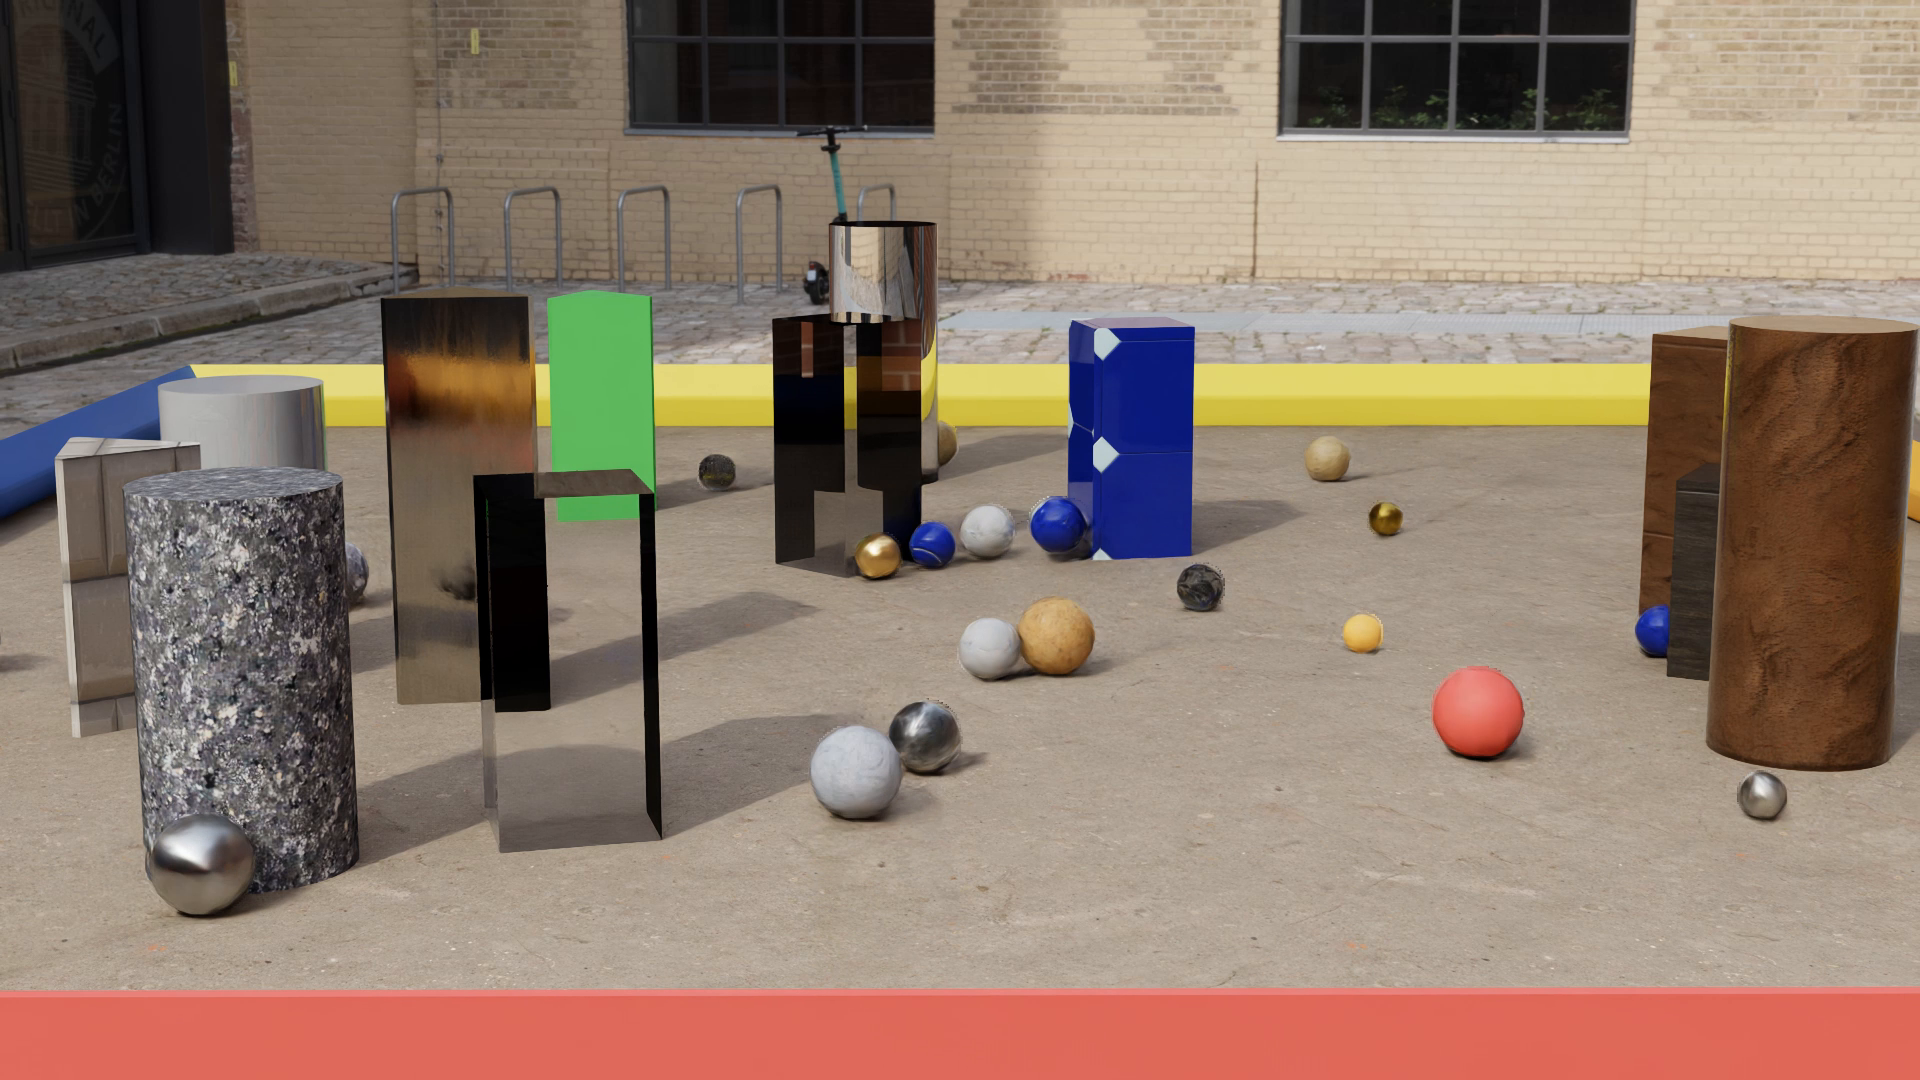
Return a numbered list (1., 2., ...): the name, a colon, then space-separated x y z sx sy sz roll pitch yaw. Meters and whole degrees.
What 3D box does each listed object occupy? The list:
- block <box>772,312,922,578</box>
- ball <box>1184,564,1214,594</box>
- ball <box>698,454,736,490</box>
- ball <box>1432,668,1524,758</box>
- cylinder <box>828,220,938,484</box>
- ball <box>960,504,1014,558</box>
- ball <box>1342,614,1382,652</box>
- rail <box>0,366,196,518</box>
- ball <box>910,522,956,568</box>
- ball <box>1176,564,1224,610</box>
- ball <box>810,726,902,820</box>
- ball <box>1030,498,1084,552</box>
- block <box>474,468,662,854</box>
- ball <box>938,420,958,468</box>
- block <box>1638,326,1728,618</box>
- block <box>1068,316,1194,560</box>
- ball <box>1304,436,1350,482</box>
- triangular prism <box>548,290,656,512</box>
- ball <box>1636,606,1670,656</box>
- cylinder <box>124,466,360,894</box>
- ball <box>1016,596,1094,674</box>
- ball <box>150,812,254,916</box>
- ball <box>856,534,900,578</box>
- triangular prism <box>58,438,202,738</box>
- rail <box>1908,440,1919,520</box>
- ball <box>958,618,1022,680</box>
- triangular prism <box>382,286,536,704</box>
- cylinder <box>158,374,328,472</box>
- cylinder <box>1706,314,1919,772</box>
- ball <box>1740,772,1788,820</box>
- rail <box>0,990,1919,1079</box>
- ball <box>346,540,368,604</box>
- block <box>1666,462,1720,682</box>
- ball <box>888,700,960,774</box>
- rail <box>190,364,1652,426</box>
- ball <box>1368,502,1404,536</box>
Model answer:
1. block: -0.164 -0.143 3.742 0.152 0.361 0.152 10 15 44
2. ball: 0.330 0.055 3.553 0.042 0.042 0.042 0 11 0
3. ball: -0.418 -0.117 4.414 0.065 0.065 0.065 0 11 0
4. ball: 0.550 0.183 2.719 0.095 0.095 0.095 0 11 0
5. cylinder: -0.134 -0.329 4.501 0.190 0.449 0.190 0 11 0
6. ball: 0.041 -0.012 3.812 0.080 0.080 0.080 0 11 0
7. ball: 0.502 0.117 3.204 0.048 0.048 0.048 0 11 0
8. rail: -1.523 0.033 3.441 0.045 0.124 3.561 0 11 0
9. ball: -0.040 0.008 3.737 0.068 0.068 0.068 0 11 0
10. ball: 0.323 0.064 3.451 0.062 0.062 0.062 0 11 0
11. ball: -0.101 0.227 2.500 0.090 0.090 0.090 0 11 0
12. ball: 0.143 -0.021 3.786 0.081 0.081 0.081 0 11 0
13. block: -0.376 0.111 2.455 0.152 0.334 0.152 -3 11 -15
14. ball: -0.049 -0.175 4.663 0.089 0.089 0.089 0 11 0
15. block: 1.006 -0.081 3.364 0.152 0.379 0.152 10 15 44
16. block: 0.255 -0.155 3.858 0.152 0.344 0.152 -2 11 -12
17. ball: 0.646 -0.144 4.514 0.081 0.081 0.081 0 11 0
18. triangular prism: -0.597 -0.229 4.231 0.165 0.353 0.143 -3 11 -14
19. ball: 0.870 0.113 3.183 0.063 0.063 0.063 0 11 0
20. cylinder: -0.652 0.123 2.335 0.190 0.354 0.190 0 11 0
21. ball: 0.115 0.115 3.088 0.094 0.094 0.094 0 11 0
22. ball: -0.655 0.280 2.219 0.088 0.088 0.088 0 11 0
23. ball: -0.117 0.023 3.663 0.065 0.065 0.065 0 11 0
24. triangular prism: -0.954 0.045 2.882 0.165 0.308 0.143 -10 14 -42
25. rail: 1.523 0.030 3.458 0.045 0.124 3.561 0 11 0
26. ball: 0.036 0.130 3.063 0.075 0.075 0.075 0 11 0
27. triangular prism: -0.576 -0.056 2.989 0.165 0.467 0.143 -2 11 -9
28. cylinder: -0.852 -0.012 3.073 0.190 0.350 0.190 0 11 0
29. cylinder: 0.901 -0.001 2.720 0.190 0.457 0.190 0 11 0
30. ball: 0.783 0.249 2.500 0.045 0.045 0.045 0 11 0
31. rail: 0.010 0.353 1.722 3.093 0.124 0.045 0 11 0
32. ball: -0.847 0.045 3.462 0.095 0.095 0.095 0 11 0
33. block: 0.952 0.041 3.090 0.152 0.239 0.152 6 12 28
34. ball: -0.037 0.204 2.662 0.075 0.075 0.075 0 11 0
35. rail: -0.010 -0.290 5.177 3.093 0.124 0.045 0 11 0
36. ball: 0.663 -0.033 3.997 0.053 0.053 0.053 0 11 0
